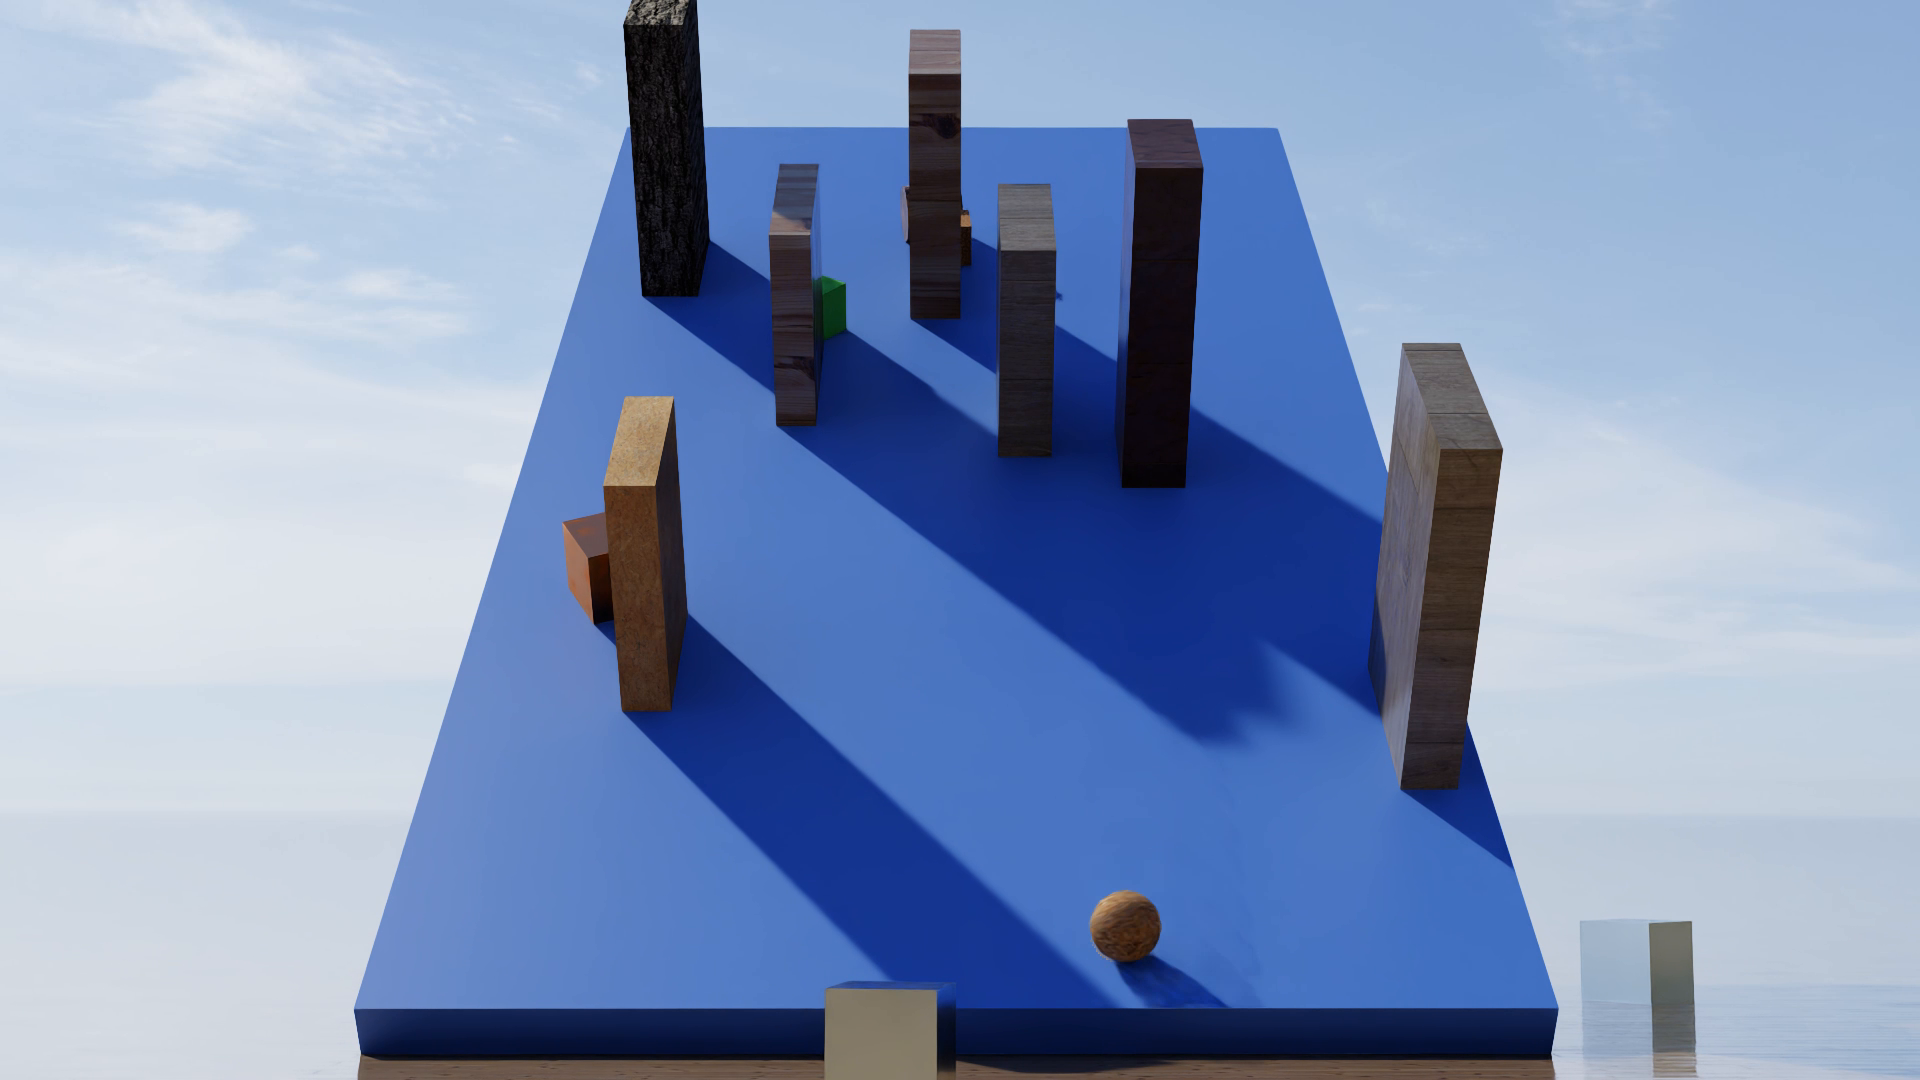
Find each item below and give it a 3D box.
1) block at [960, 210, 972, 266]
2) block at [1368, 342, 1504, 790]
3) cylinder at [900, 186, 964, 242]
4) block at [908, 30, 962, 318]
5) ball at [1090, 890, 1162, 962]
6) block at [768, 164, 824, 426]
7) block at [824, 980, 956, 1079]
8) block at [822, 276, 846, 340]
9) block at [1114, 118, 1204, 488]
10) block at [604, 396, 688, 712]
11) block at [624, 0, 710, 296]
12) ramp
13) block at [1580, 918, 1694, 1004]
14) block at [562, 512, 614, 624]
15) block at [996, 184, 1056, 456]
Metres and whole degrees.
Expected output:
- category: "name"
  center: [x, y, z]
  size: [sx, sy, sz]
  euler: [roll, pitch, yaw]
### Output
- category: "block"
  center: [-0.030, -0.822, 6.600]
  size: [0.114, 0.114, 0.114]
  euler: [-2, 31, -4]
- category: "block"
  center: [0.880, 0.050, 4.544]
  size: [0.108, 0.727, 0.414]
  euler: [0, 31, 0]
- category: "cylinder"
  center: [-0.078, -0.906, 6.704]
  size: [0.153, 0.153, 0.153]
  euler: [-5, -6, -8]
- category: "block"
  center: [-0.064, -0.943, 6.267]
  size: [0.130, 0.664, 0.328]
  euler: [0, 31, 0]
- category: "ball"
  center: [0.281, 0.655, 4.117]
  size: [0.120, 0.120, 0.120]
  euler: [0, -6, 0]
- category: "block"
  center: [-0.391, -0.593, 5.844]
  size: [0.095, 0.493, 0.430]
  euler: [0, 31, 0]
- category: "block"
  center: [-0.097, 0.711, 3.440]
  size: [0.158, 0.158, 0.158]
  euler: [-1, -7, 9]
- category: "block"
  center: [-0.382, -0.593, 6.200]
  size: [0.129, 0.129, 0.129]
  euler: [22, 37, 32]
- category: "block"
  center: [0.442, -0.526, 5.459]
  size: [0.144, 0.778, 0.286]
  euler: [0, 31, 0]
- category: "block"
  center: [-0.616, 0.026, 4.788]
  size: [0.097, 0.508, 0.359]
  euler: [0, 31, 0]
- category: "block"
  center: [-0.765, -1.056, 6.377]
  size: [0.147, 0.741, 0.371]
  euler: [0, 31, 0]
- category: "ramp"
  center: [-0.014, -0.203, 5.771]
  size: [2.000, 0.100, 4.000]
  euler: [0, 31, 0]
- category: "block"
  center: [1.467, 0.912, 5.262]
  size: [0.171, 0.171, 0.171]
  euler: [6, -9, -42]
- category: "block"
  center: [-0.723, 0.051, 5.084]
  size: [0.162, 0.162, 0.162]
  euler: [-14, 34, -23]
- category: "block"
  center: [0.151, -0.517, 5.690]
  size: [0.123, 0.523, 0.384]
  euler: [0, 31, 0]
